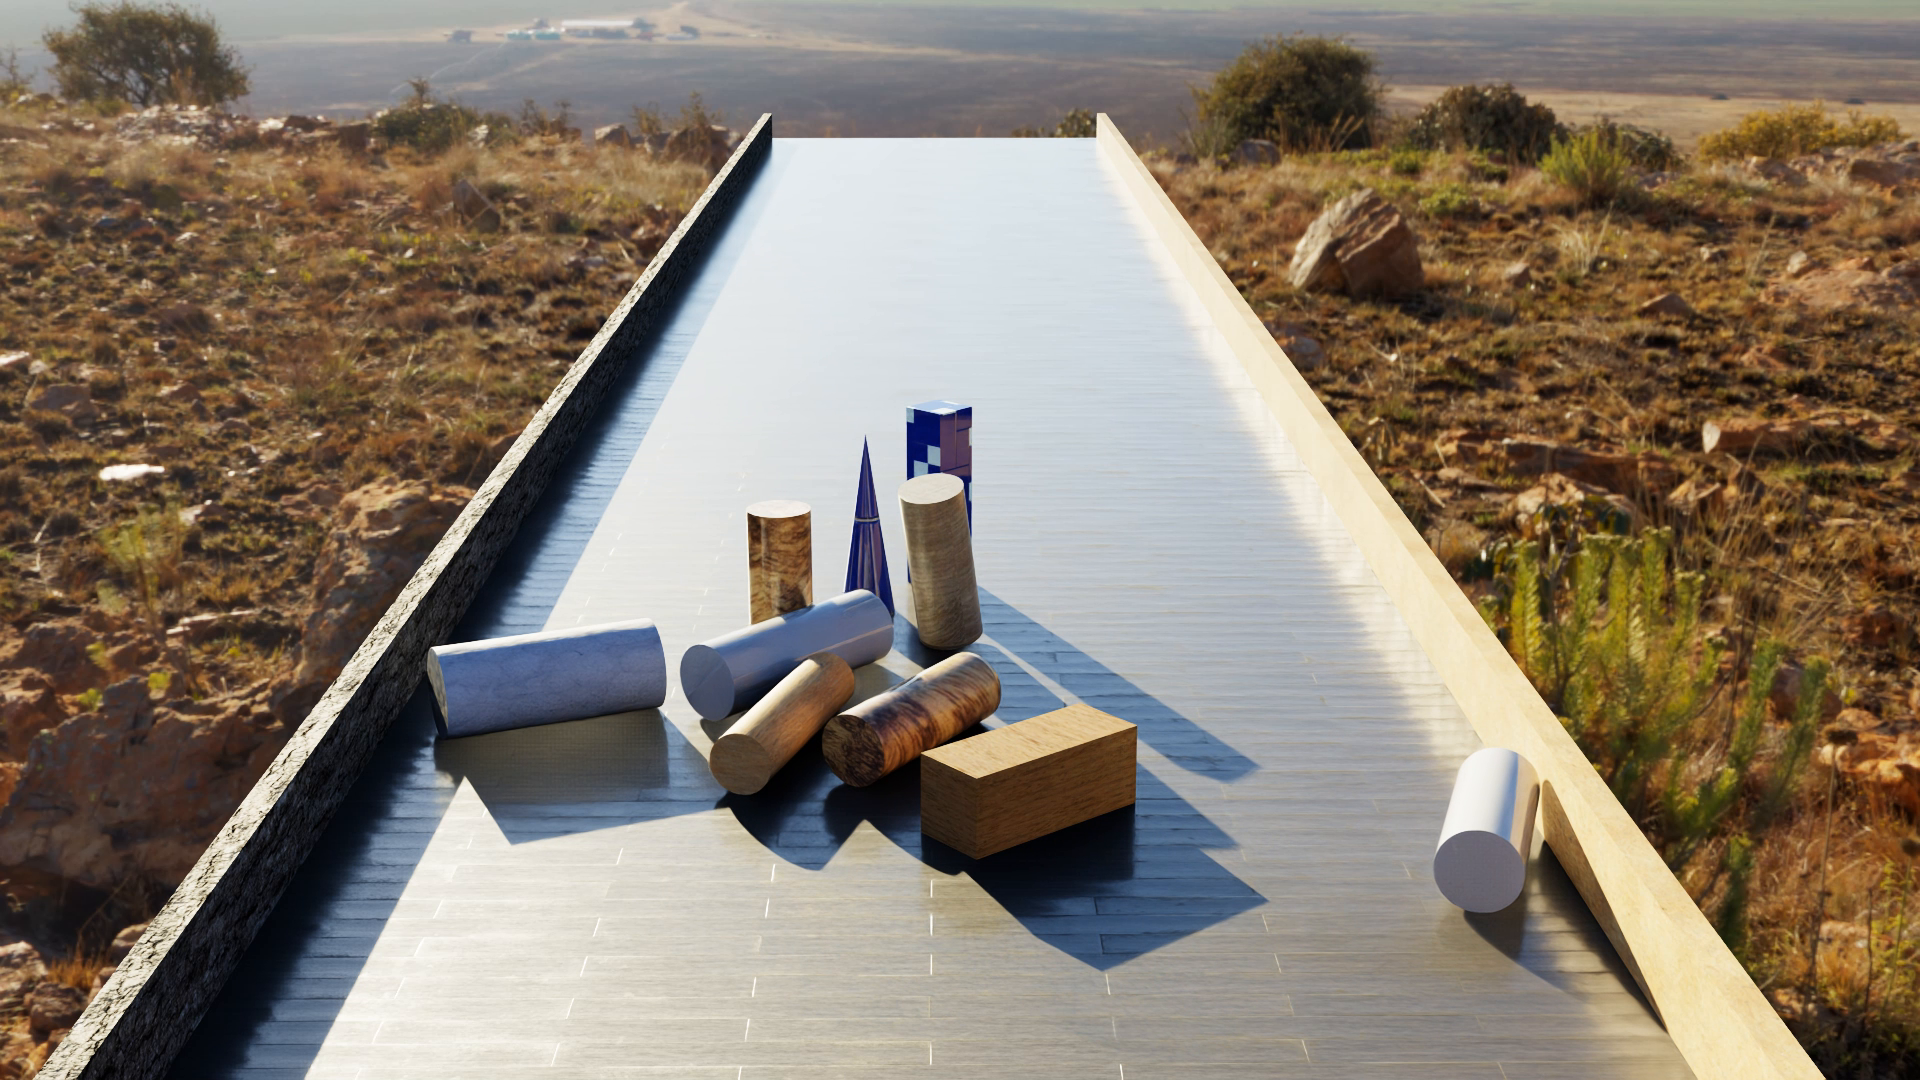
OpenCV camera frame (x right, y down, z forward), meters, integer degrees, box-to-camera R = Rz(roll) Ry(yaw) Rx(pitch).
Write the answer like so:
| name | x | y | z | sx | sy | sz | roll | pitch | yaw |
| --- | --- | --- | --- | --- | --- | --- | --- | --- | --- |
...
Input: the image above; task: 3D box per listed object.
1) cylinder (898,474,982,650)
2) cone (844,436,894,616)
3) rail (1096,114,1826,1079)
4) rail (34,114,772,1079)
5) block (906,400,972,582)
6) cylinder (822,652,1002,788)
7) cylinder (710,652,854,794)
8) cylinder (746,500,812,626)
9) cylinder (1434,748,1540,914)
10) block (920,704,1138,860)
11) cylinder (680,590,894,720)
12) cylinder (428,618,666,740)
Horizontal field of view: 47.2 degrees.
| name | x | y | z | sx | sy | sz | roll | pitch | yaw |
| --- | --- | --- | --- | --- | --- | --- | --- | --- | --- |
| cylinder | -0.038 | 0.045 | 4.451 | 0.133 | 0.335 | 0.133 | -6 | 27 | 3 |
| cone | -0.198 | -0.035 | 4.657 | 0.117 | 0.393 | 0.117 | 0 | 17 | 0 |
| rail | 0.932 | -0.844 | 7.801 | 0.050 | 0.150 | 12.000 | 0 | 17 | -1 |
| rail | -1.118 | -0.838 | 7.780 | 0.050 | 0.150 | 12.000 | 0 | 17 | -1 |
| block | -0.046 | -0.099 | 4.860 | 0.102 | 0.400 | 0.102 | 15 | 22 | 41 |
| cylinder | -0.082 | 0.317 | 3.931 | 0.132 | 0.132 | 0.378 | 10 | 20 | 31 |
| cylinder | -0.313 | 0.323 | 3.944 | 0.112 | 0.112 | 0.431 | 5 | 17 | 16 |
| cylinder | -0.358 | 0.088 | 4.384 | 0.128 | 0.312 | 0.128 | 0 | 17 | 0 |
| cylinder | 0.834 | 0.452 | 3.468 | 0.136 | 0.136 | 0.345 | 5 | 17 | 17 |
| block | 0.117 | 0.396 | 3.651 | 0.355 | 0.140 | 0.140 | -14 | 21 | -38 |
| cylinder | -0.328 | 0.217 | 4.236 | 0.148 | 0.148 | 0.434 | 14 | 21 | 39 |
| cylinder | -0.764 | 0.255 | 4.070 | 0.406 | 0.170 | 0.170 | -7 | 18 | -23 |
